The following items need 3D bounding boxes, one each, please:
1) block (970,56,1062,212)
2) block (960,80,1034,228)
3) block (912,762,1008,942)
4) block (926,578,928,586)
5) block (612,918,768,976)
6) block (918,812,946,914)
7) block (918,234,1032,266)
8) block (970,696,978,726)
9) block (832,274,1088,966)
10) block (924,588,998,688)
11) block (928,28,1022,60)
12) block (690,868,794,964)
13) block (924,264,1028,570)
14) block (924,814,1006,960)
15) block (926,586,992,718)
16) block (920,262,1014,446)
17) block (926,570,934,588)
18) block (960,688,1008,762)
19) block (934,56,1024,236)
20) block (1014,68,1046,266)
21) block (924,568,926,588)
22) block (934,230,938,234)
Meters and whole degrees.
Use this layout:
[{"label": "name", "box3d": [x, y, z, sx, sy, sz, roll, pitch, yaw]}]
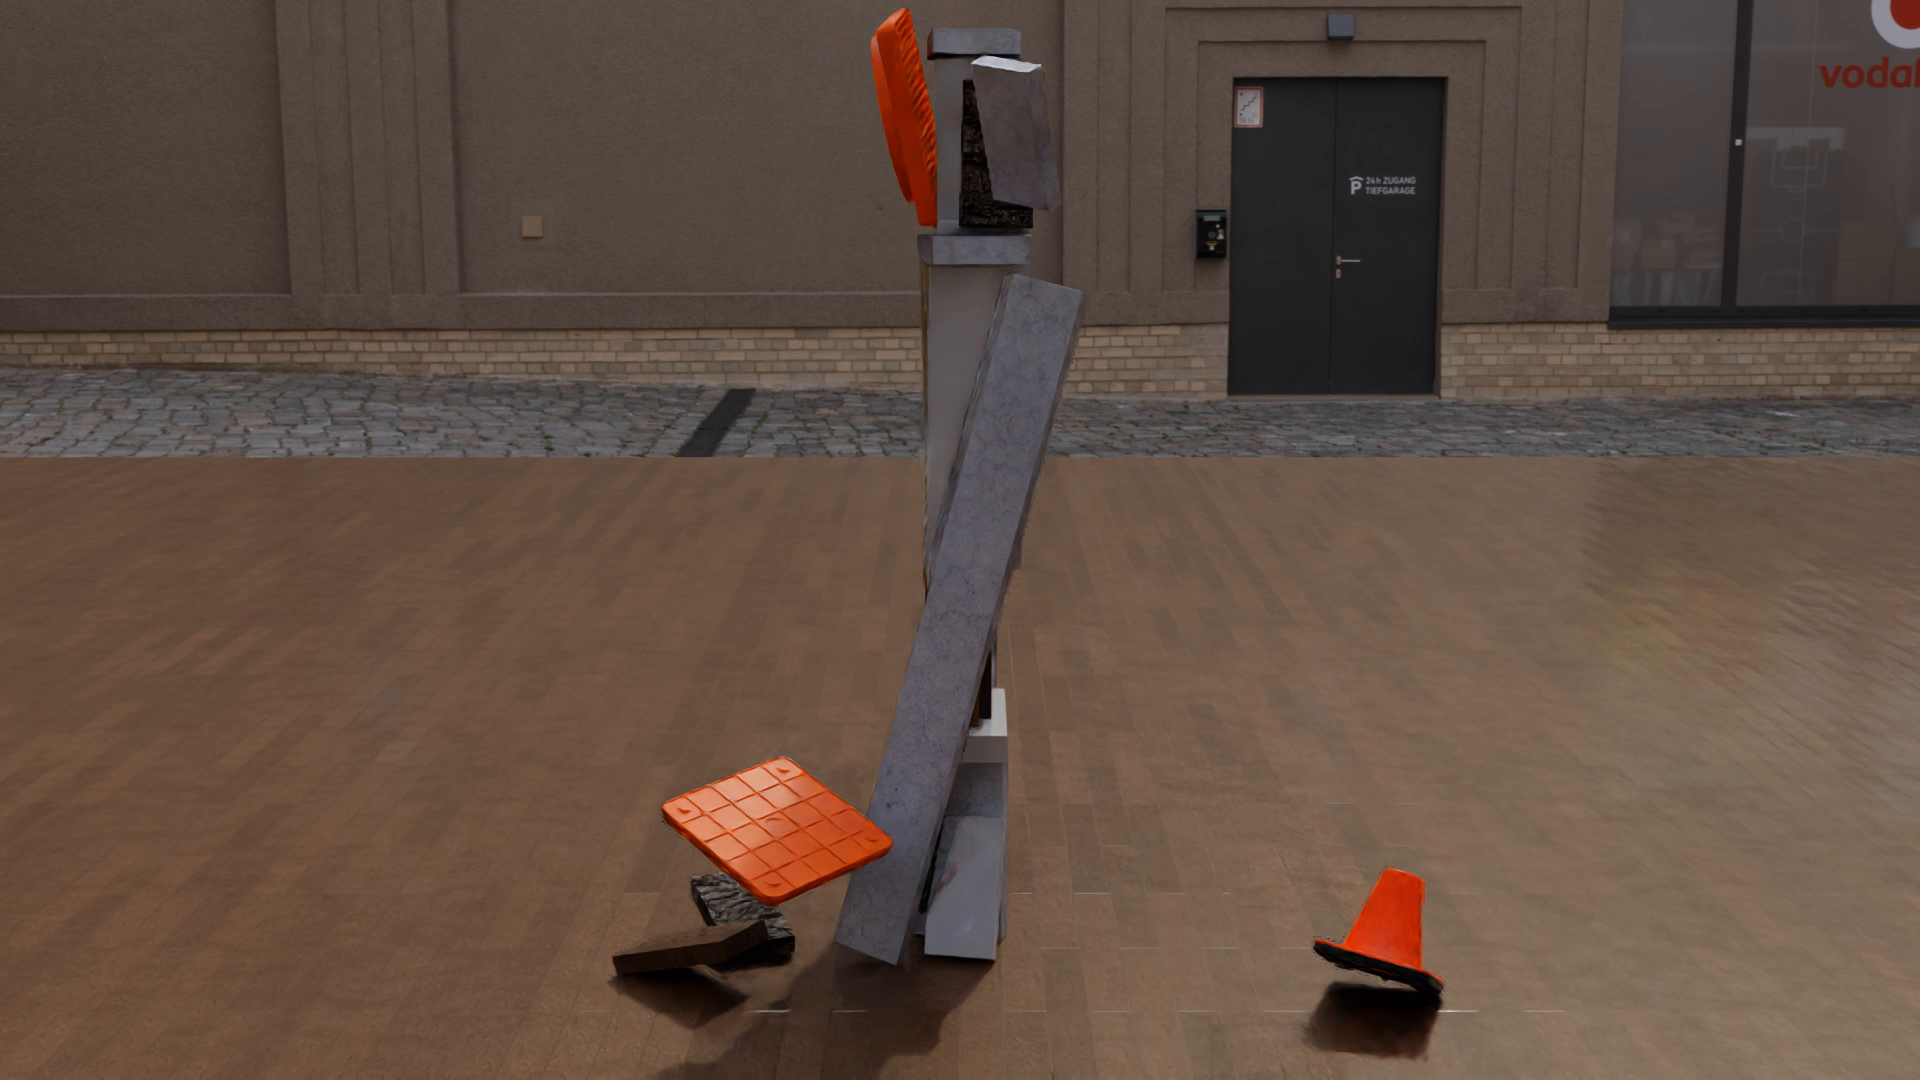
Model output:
[{"label": "block", "box3d": [0.083, -0.596, 3.226, 0.109, 0.218, 0.031, 20, 44, 38]}, {"label": "block", "box3d": [0.058, -0.584, 3.328, 0.109, 0.218, 0.031, 0, 15, -8]}, {"label": "block", "box3d": [-0.003, 0.476, 3.463, 0.149, 0.298, 0.042, 2, 9, 12]}, {"label": "block", "box3d": [-0.003, 0.153, 3.594, 0.103, 0.206, 0.029, 0, 10, 0]}, {"label": "block", "box3d": [-0.405, 0.611, 3.300, 0.214, 0.030, 0.107, -14, 2, 32]}, {"label": "block", "box3d": [-0.061, 0.464, 3.366, 0.055, 0.206, 0.016, 12, 5, 19]}, {"label": "block", "box3d": [0.019, -0.456, 3.433, 0.148, 0.042, 0.297, -2, 9, -5]}, {"label": "block", "box3d": [0.001, 0.234, 3.407, 0.055, 0.111, 0.016, 0, 15, 0]}, {"label": "block", "box3d": [-0.002, 0.125, 3.315, 0.109, 1.054, 0.031, 17, 6, 19]}, {"label": "block", "box3d": [0.001, 0.188, 3.683, 0.120, 0.239, 0.034, -1, 10, -1]}, {"label": "block", "box3d": [0.020, -0.775, 3.445, 0.134, 0.038, 0.267, 1, 10, -3]}, {"label": "block", "box3d": [-0.344, 0.590, 3.465, 0.107, 0.030, 0.214, -6, 23, -21]}, {"label": "block", "box3d": [0.024, -0.187, 3.371, 0.148, 0.463, 0.042, 1, 7, -5]}, {"label": "block", "box3d": [0.009, 0.535, 3.394, 0.107, 0.214, 0.030, 2, -12, 12]}, {"label": "block", "box3d": [-0.002, 0.177, 3.459, 0.103, 0.206, 0.029, 0, 11, 0]}, {"label": "block", "box3d": [0.014, -0.302, 3.555, 0.148, 0.297, 0.042, -2, 8, -3]}, {"label": "block", "box3d": [-0.001, 0.050, 3.500, 0.103, 0.029, 0.206, -1, 10, -3]}, {"label": "block", "box3d": [-0.001, 0.294, 3.512, 0.149, 0.042, 0.298, 0, 10, 0]}, {"label": "block", "box3d": [0.031, -0.607, 3.394, 0.134, 0.267, 0.038, 0, 14, 3]}, {"label": "block", "box3d": [0.048, -0.544, 3.600, 0.134, 0.458, 0.038, 5, 8, -4]}, {"label": "block", "box3d": [-0.001, 0.040, 3.737, 0.120, 0.034, 0.239, -1, 10, -1]}, {"label": "block", "box3d": [0.003, -0.101, 3.861, 0.097, 0.879, 0.027, 0, 10, 0]}]
